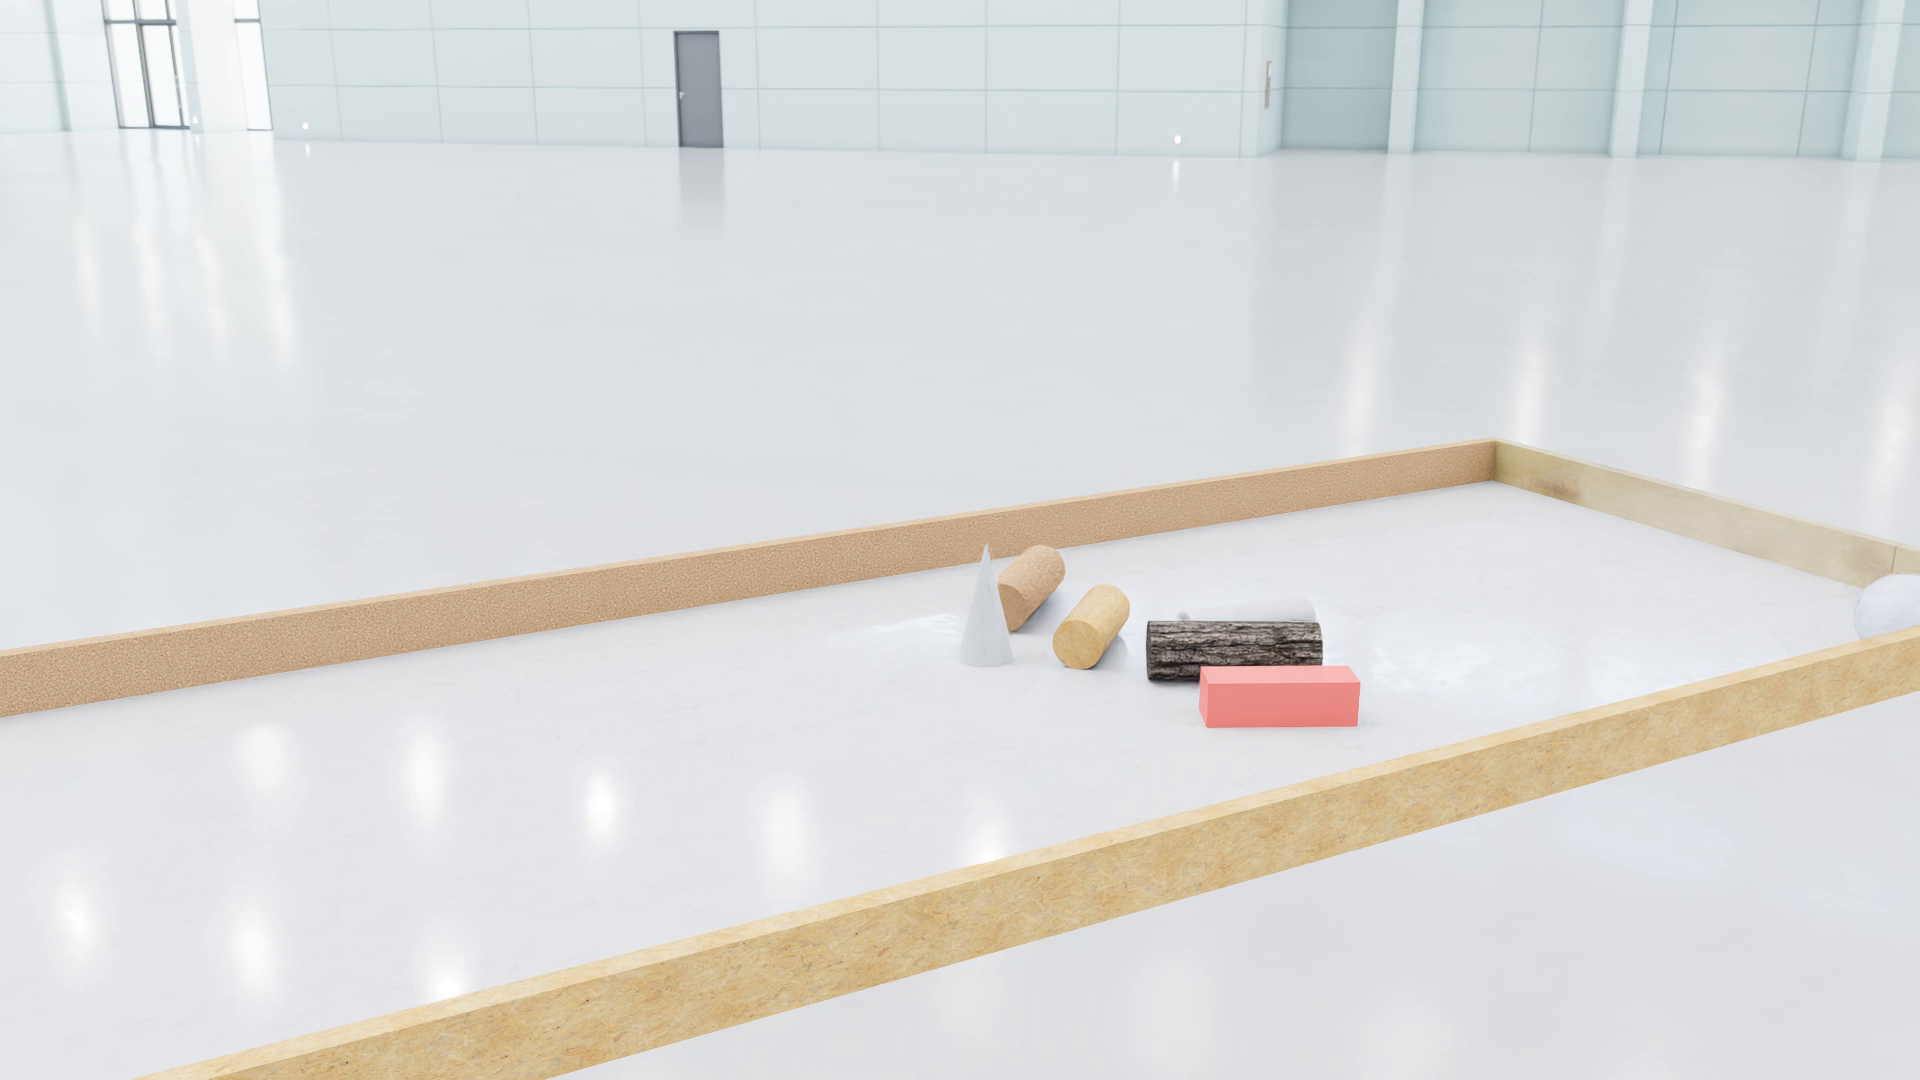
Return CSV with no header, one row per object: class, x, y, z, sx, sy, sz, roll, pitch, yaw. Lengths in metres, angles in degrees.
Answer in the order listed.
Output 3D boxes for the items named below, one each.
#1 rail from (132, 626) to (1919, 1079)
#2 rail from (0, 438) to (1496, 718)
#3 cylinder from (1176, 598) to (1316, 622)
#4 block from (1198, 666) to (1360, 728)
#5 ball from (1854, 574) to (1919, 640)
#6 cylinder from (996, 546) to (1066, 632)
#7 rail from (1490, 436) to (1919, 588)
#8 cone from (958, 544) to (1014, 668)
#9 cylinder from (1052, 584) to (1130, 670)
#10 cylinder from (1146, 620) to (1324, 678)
rail,-2.336,1.006,1.665,12.000,0.150,0.050,-9,18,-27
rail,-3.305,0.497,3.399,12.000,0.150,0.050,-9,18,-27
cylinder,0.760,0.227,4.383,0.358,0.113,0.113,-5,17,-18
block,0.753,0.370,3.901,0.355,0.111,0.111,0,16,-1
ball,2.440,0.201,4.265,0.229,0.229,0.229,0,16,0
cylinder,0.179,0.134,4.655,0.139,0.139,0.387,6,17,18
rail,2.466,-0.048,5.253,0.050,0.150,2.100,-9,18,-27
cone,0.067,0.155,4.267,0.149,0.316,0.149,0,17,0
cylinder,0.350,0.226,4.353,0.133,0.133,0.313,5,17,18
cylinder,0.687,0.277,4.153,0.424,0.146,0.146,0,16,1
